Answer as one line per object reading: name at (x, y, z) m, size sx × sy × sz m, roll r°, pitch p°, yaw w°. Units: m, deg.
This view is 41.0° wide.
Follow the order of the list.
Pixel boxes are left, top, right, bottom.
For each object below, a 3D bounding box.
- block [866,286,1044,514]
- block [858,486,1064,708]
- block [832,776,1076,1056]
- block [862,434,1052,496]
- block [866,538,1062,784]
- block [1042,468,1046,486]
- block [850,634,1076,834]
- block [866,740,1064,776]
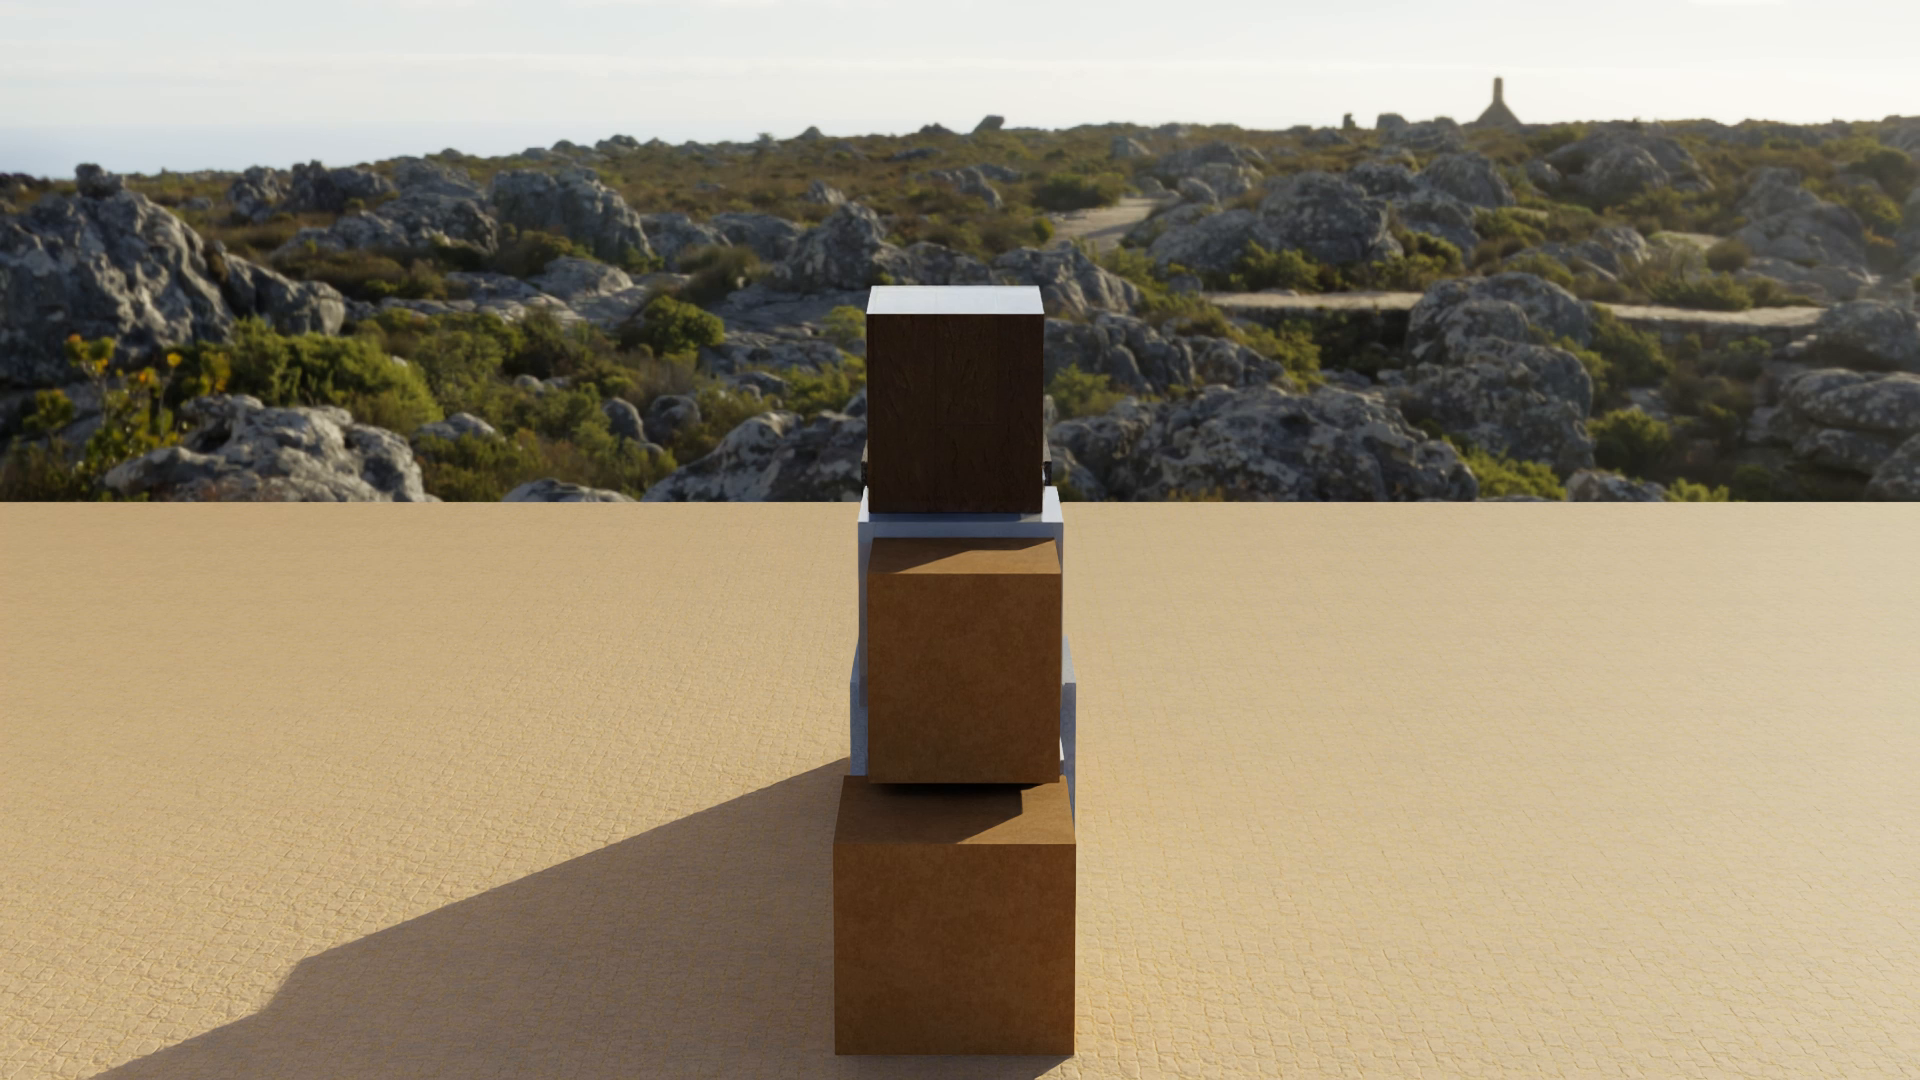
block at (-0.019, -0.596, 10.686) m, size 0.710 × 0.821 × 0.719 m, roll 0°, pitch 14°, yaw 0°
block at (0.003, 0.226, 10.723) m, size 0.824 × 0.770 × 0.766 m, roll 0°, pitch 12°, yaw 0°
block at (-0.019, 1.394, 9.675) m, size 0.869 × 0.795 × 0.910 m, roll 0°, pitch 10°, yaw 0°
block at (-0.016, -0.042, 12.365) m, size 0.883 × 0.817 × 0.823 m, roll 0°, pitch 11°, yaw 0°
block at (0.015, 0.456, 10.008) m, size 0.725 × 0.811 × 0.717 m, roll 0°, pitch 11°, yaw 0°
block at (-0.009, 0.060, 11.531) m, size 0.754 × 0.808 × 0.843 m, roll 0°, pitch 10°, yaw 0°
block at (0.013, 0.996, 11.362) m, size 0.955 × 0.975 × 0.938 m, roll 0°, pitch 10°, yaw 0°
block at (0.018, 1.211, 10.514) m, size 0.779 × 0.855 × 0.788 m, roll 0°, pitch 10°, yaw 0°
